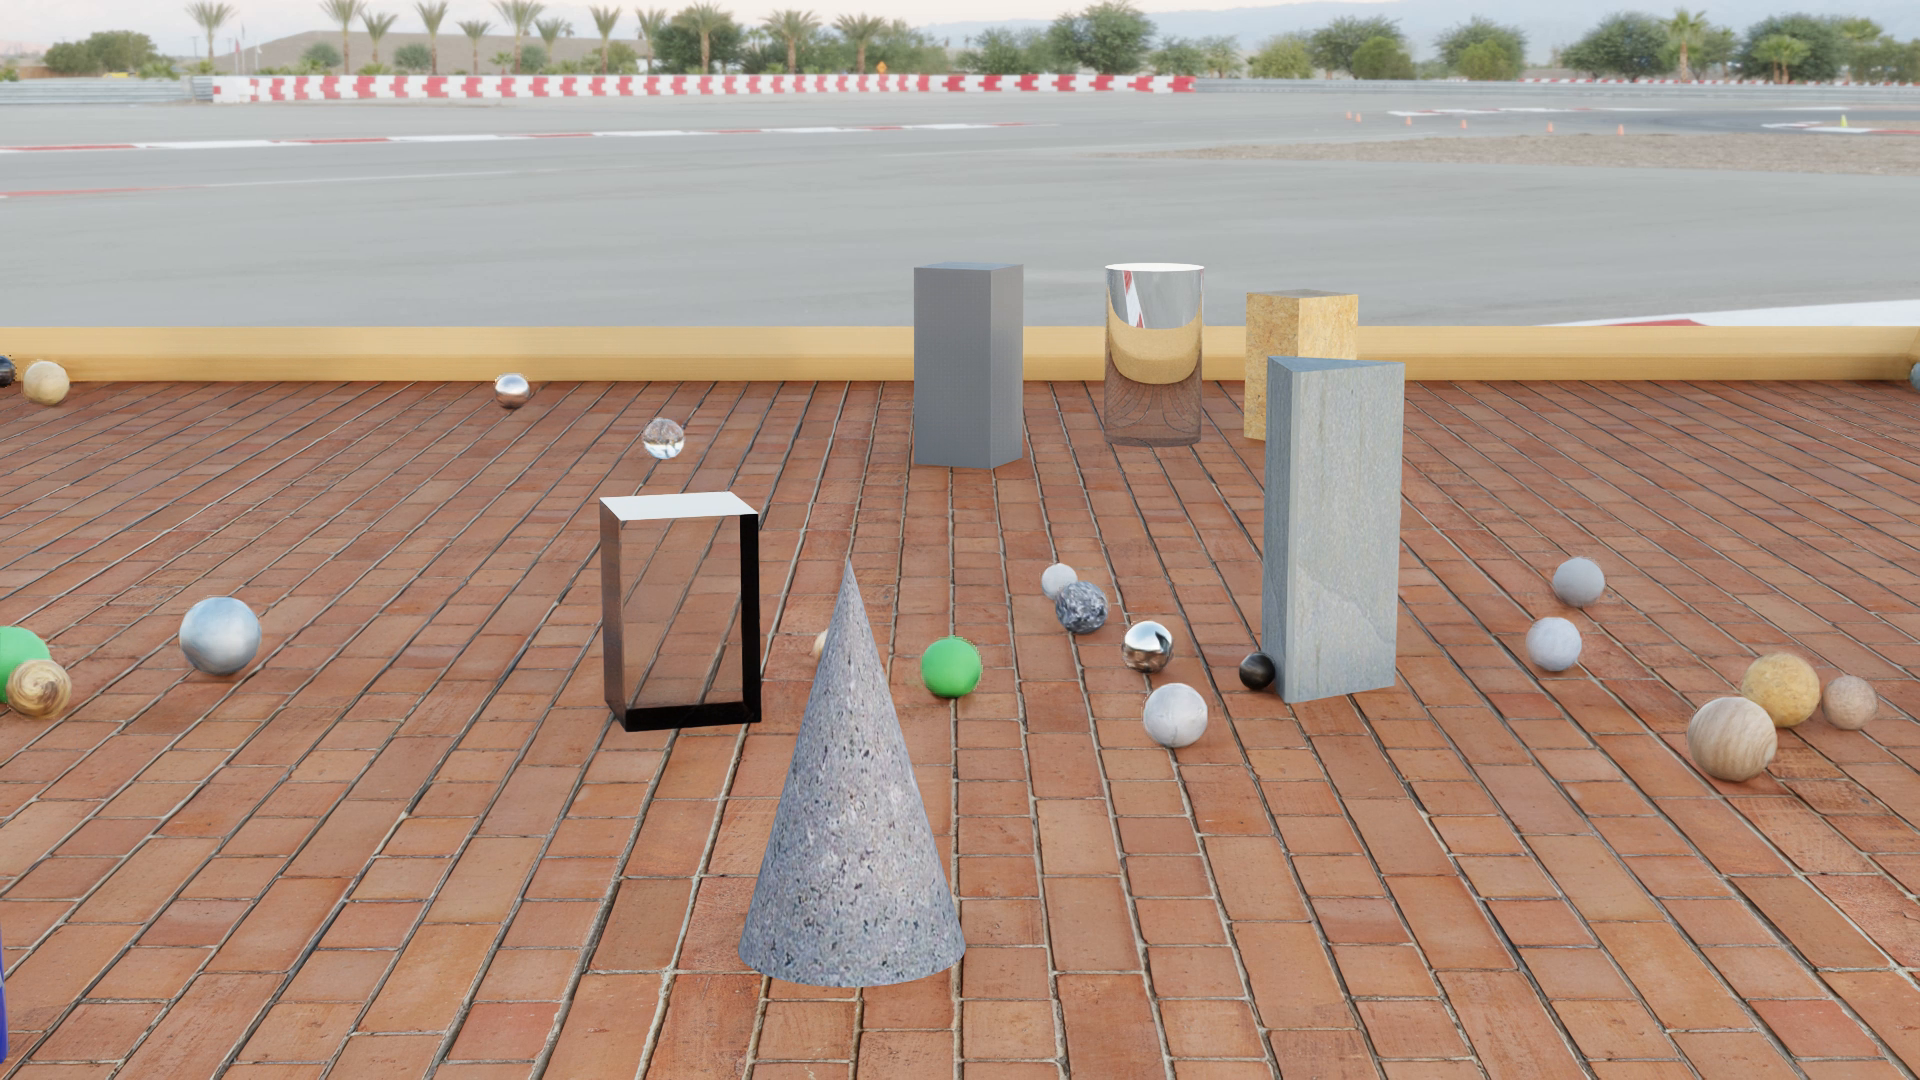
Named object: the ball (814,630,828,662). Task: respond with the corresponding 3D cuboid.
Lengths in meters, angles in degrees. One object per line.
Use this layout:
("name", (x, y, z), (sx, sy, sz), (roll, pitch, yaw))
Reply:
("ball", (-0.150, 0.133, 3.103), (0.054, 0.054, 0.054), (0, 11, 0))

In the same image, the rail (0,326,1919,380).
("rail", (-0.014, -0.428, 5.916), (4.483, 0.123, 0.045), (0, 11, 0))

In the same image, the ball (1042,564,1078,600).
("ball", (0.136, 0.058, 3.510), (0.051, 0.051, 0.051), (0, 11, 0))

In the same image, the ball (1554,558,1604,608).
("ball", (0.836, 0.058, 3.465), (0.068, 0.068, 0.068), (0, 11, 0))

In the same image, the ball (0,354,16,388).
("ball", (-2.179, -0.382, 5.811), (0.075, 0.075, 0.075), (0, 11, 0))

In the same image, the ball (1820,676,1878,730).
("ball", (0.982, 0.180, 2.834), (0.060, 0.060, 0.060), (0, 11, 0))

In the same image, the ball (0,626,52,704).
("ball", (-1.091, 0.144, 2.949), (0.088, 0.088, 0.088), (0, 11, 0))

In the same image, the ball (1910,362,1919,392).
("ball", (2.148, -0.361, 5.685), (0.080, 0.080, 0.080), (0, 11, 0))

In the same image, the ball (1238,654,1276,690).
("ball", (0.349, 0.155, 3.016), (0.042, 0.042, 0.042), (0, 11, 0))

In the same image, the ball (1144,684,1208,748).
("ball", (0.232, 0.189, 2.759), (0.070, 0.070, 0.070), (0, 11, 0))

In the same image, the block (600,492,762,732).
("block", (-0.317, 0.078, 2.896), (0.152, 0.237, 0.152), (-3, 11, -16))

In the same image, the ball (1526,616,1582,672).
("ball", (0.719, 0.126, 3.107), (0.066, 0.066, 0.066), (0, 11, 0))

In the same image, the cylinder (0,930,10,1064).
("cylinder", (-0.801, 0.197, 1.854), (0.190, 0.386, 0.190), (0, 11, 0))

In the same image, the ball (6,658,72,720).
("ball", (-1.033, 0.167, 2.877), (0.069, 0.069, 0.069), (0, 11, 0))

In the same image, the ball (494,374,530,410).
("ball", (-0.950, -0.314, 5.447), (0.074, 0.074, 0.074), (0, 11, 0))

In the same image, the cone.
("cone", (-0.090, 0.176, 2.110), (0.190, 0.332, 0.190), (0, 11, 0))

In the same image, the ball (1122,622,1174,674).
("ball", (0.227, 0.130, 3.094), (0.063, 0.063, 0.063), (0, 11, 0))

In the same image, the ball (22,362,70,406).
("ball", (-1.961, -0.336, 5.506), (0.095, 0.095, 0.095), (0, 11, 0))

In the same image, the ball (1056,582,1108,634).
("ball", (0.157, 0.088, 3.306), (0.068, 0.068, 0.068), (0, 11, 0))

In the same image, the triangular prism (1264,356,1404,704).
("triangular prism", (0.407, -0.020, 3.021), (0.165, 0.383, 0.143), (-7, 13, -33))

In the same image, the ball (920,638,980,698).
("ball", (-0.011, 0.149, 2.974), (0.070, 0.070, 0.070), (0, 11, 0))

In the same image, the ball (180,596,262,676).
("ball", (-0.889, 0.115, 3.085), (0.095, 0.095, 0.095), (0, 11, 0))

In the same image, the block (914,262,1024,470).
("block", (0.017, -0.324, 4.718), (0.152, 0.360, 0.152), (5, 12, 24))

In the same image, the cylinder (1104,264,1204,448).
("cylinder", (0.375, -0.361, 4.978), (0.190, 0.337, 0.190), (0, 11, 0))

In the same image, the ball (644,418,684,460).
("ball", (-0.549, -0.188, 4.764), (0.075, 0.075, 0.075), (0, 11, 0))

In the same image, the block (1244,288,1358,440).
("block", (0.665, -0.339, 5.010), (0.152, 0.283, 0.152), (-7, 13, -34))

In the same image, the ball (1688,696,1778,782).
("ball", (0.792, 0.204, 2.629), (0.088, 0.088, 0.088), (0, 11, 0))

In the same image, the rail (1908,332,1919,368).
("rail", (2.218, 0.029, 3.462), (0.045, 0.123, 5.066), (0, 11, 0))

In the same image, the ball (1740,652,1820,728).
("ball", (0.908, 0.166, 2.841), (0.084, 0.084, 0.084), (0, 11, 0))
